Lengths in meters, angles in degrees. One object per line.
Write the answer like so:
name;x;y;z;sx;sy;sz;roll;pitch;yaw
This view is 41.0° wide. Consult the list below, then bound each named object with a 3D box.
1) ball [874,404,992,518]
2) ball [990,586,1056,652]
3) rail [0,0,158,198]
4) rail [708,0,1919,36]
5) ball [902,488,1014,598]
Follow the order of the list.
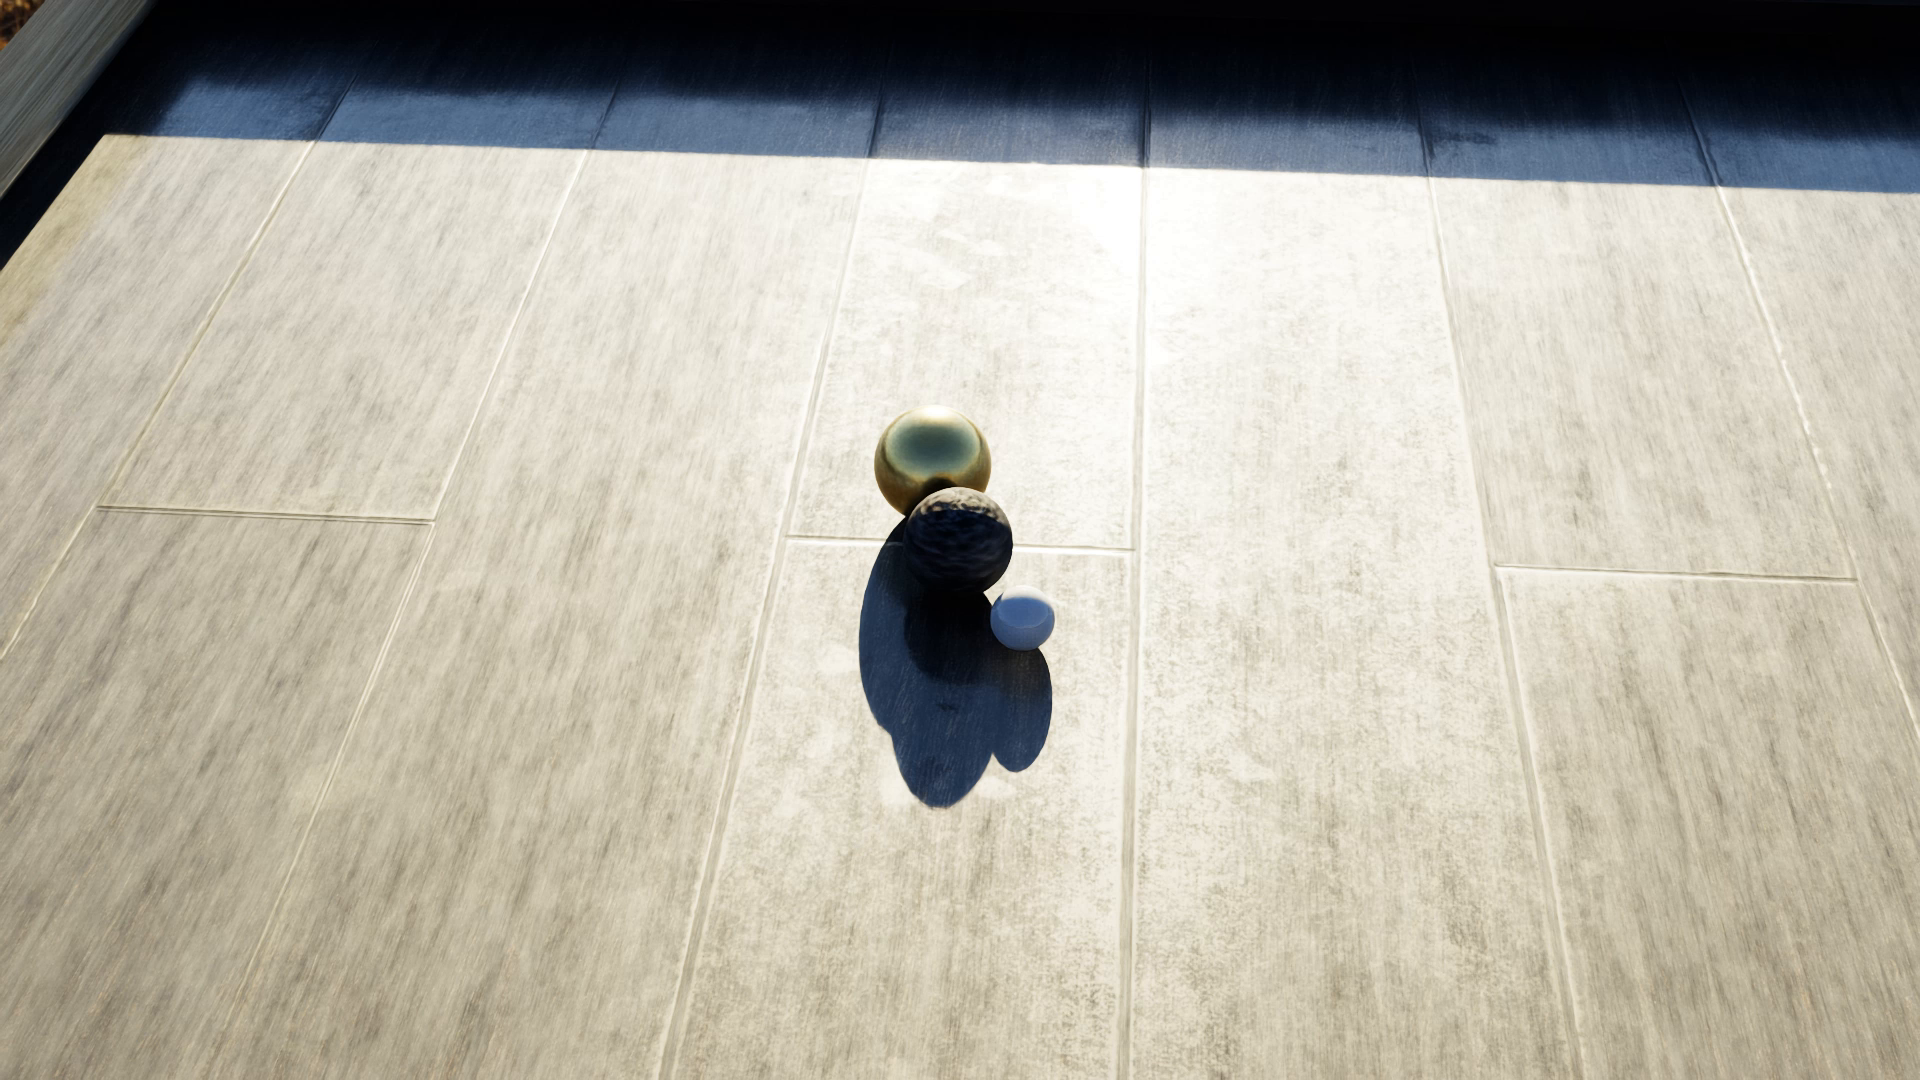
ball;-0.019;-0.054;1.820;0.084;0.084;0.084;0;36;0
ball;0.042;0.052;1.706;0.044;0.044;0.044;0;36;0
rail;-0.848;-0.053;1.795;0.045;0.109;1.916;2;36;3
rail;0.937;-0.523;2.455;3.494;0.109;0.045;2;36;3
ball;-0.001;0.002;1.749;0.076;0.076;0.076;0;36;0
